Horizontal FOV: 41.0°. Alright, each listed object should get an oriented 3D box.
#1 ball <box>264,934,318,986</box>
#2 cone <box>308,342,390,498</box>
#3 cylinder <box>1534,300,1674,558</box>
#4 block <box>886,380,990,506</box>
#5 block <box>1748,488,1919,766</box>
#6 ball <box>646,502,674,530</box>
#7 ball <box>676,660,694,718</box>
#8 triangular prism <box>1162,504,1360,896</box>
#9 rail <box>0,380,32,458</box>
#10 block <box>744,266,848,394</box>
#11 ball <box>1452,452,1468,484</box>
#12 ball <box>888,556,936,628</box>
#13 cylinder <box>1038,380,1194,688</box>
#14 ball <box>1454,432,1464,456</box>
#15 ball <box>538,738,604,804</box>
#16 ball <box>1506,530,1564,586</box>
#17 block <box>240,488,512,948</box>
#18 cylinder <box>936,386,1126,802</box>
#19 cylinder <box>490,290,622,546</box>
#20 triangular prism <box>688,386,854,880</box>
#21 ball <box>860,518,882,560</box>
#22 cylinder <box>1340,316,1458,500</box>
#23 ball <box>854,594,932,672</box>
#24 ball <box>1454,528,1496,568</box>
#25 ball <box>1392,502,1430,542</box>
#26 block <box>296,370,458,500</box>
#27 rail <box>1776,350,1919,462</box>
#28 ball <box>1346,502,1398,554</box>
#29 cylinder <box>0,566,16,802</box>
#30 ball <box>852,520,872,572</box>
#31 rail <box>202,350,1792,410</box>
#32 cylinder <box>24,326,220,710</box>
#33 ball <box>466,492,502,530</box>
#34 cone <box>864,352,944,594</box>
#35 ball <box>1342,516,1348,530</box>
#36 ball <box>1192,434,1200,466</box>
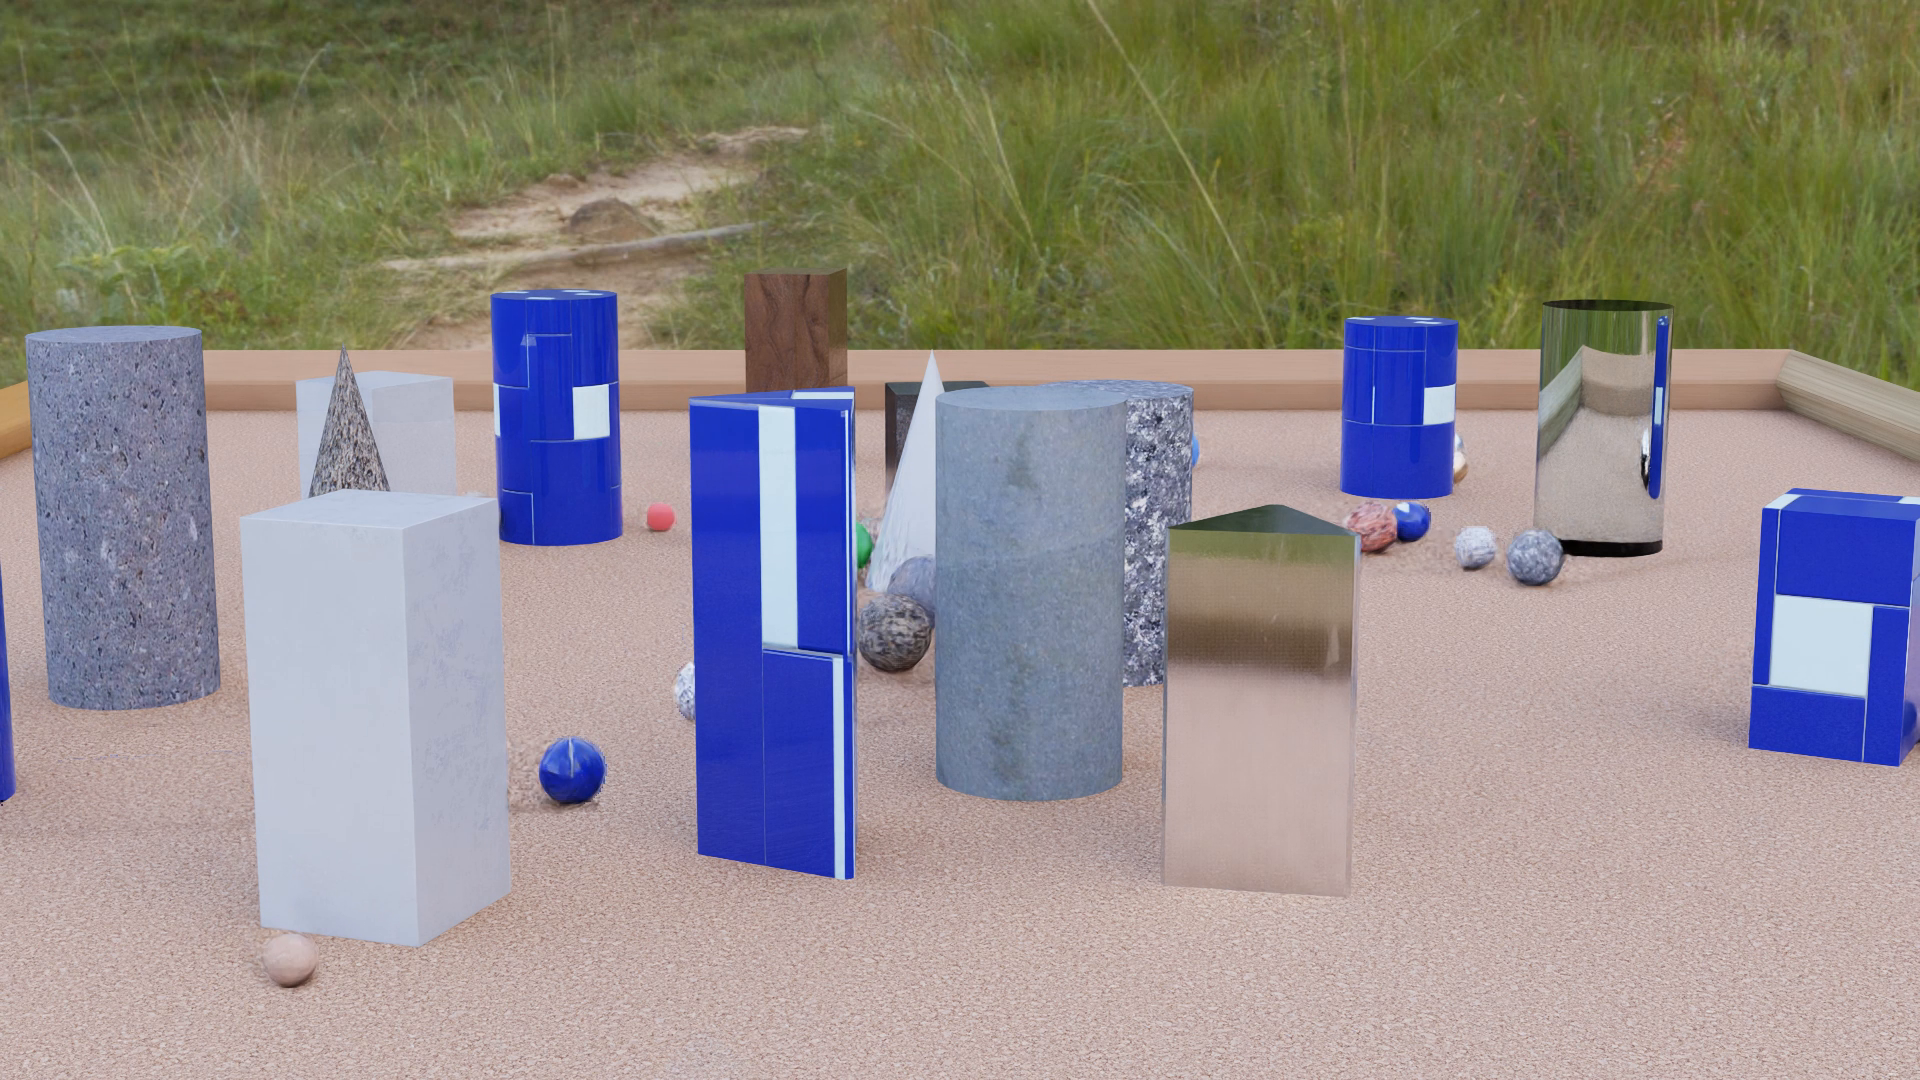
[{"bbox_3d":[-0.535,0.336,2.051,0.042,0.042,0.042,0,11,0],"label":"ball"},{"bbox_3d":[-0.808,-0.080,3.395,0.193,0.368,0.193,0,11,0],"label":"cone"},{"bbox_3d":[0.975,-0.172,3.892,0.193,0.368,0.193,0,11,0],"label":"cylinder"},{"bbox_3d":[-0.030,-0.119,3.971,0.155,0.235,0.155,-1,11,-8],"label":"block"},{"bbox_3d":[0.955,0.090,2.771,0.155,0.262,0.155,6,12,29],"label":"block"},{"bbox_3d":[-0.472,-0.037,4.047,0.045,0.045,0.045,0,11,0],"label":"ball"},{"bbox_3d":[-0.282,0.168,2.872,0.072,0.072,0.072,0,11,0],"label":"ball"},{"bbox_3d":[0.278,0.140,2.330,0.167,0.325,0.145,2,11,12],"label":"triangular prism"},{"bbox_3d":[-1.760,0.034,3.439,0.045,0.126,4.095,0,11,0],"label":"rail"},{"bbox_3d":[-0.298,-0.315,4.699,0.155,0.355,0.155,2,11,10],"label":"block"},{"bbox_3d":[0.862,-0.127,4.496,0.058,0.058,0.058,0,11,0],"label":"ball"},{"bbox_3d":[-0.046,0.068,3.339,0.097,0.097,0.097,0,11,0],"label":"ball"},{"bbox_3d":[0.182,-0.012,3.097,0.193,0.343,0.193,0,11,0],"label":"cylinder"},{"bbox_3d":[0.858,-0.159,4.589,0.087,0.087,0.087,0,11,0],"label":"ball"},{"bbox_3d":[-0.387,0.230,2.555,0.065,0.065,0.065,0,11,0],"label":"ball"},{"bbox_3d":[0.812,0.025,3.621,0.080,0.080,0.080,0,11,0],"label":"ball"},{"bbox_3d":[-0.499,0.147,2.206,0.155,0.355,0.155,4,11,19],"label":"block"},{"bbox_3d":[0.072,0.050,2.625,0.193,0.394,0.193,0,11,0],"label":"cylinder"},{"bbox_3d":[-0.625,-0.193,3.984,0.193,0.376,0.193,0,11,0],"label":"cylinder"},{"bbox_3d":[-0.137,0.078,2.383,0.167,0.428,0.145,6,12,28],"label":"triangular prism"},{"bbox_3d":[-0.130,-0.002,3.805,0.064,0.064,0.064,0,11,0],"label":"ball"},{"bbox_3d":[0.754,-0.230,4.410,0.193,0.293,0.193,0,11,0],"label":"cylinder"},{"bbox_3d":[-0.081,0.113,3.109,0.094,0.094,0.094,0,11,0],"label":"ball"},{"bbox_3d":[0.753,0.012,3.745,0.060,0.060,0.060,0,11,0],"label":"ball"},{"bbox_3d":[0.692,-0.028,3.953,0.063,0.063,0.063,0,11,0],"label":"ball"},{"bbox_3d":[-0.835,-0.090,3.685,0.155,0.283,0.155,7,13,34],"label":"block"},{"bbox_3d":[1.760,0.030,3.459,0.045,0.126,4.095,0,11,0],"label":"rail"},{"bbox_3d":[0.621,-0.018,3.862,0.077,0.077,0.077,0,11,0],"label":"ball"},{"bbox_3d":[-1.051,0.029,2.536,0.193,0.468,0.193,0,11,0],"label":"cylinder"},{"bbox_3d":[-0.164,0.009,3.650,0.079,0.079,0.079,0,11,0],"label":"ball"},{"bbox_3d":[-0.012,-0.337,5.439,3.567,0.126,0.045,0,11,0],"label":"rail"},{"bbox_3d":[-0.971,-0.030,2.983,0.193,0.420,0.193,0,11,0],"label":"cylinder"},{"bbox_3d":[-0.744,-0.035,3.947,0.077,0.077,0.077,0,11,0],"label":"ball"},{"bbox_3d":[-0.039,-0.103,3.609,0.193,0.335,0.193,0,11,0],"label":"cone"},{"bbox_3d":[0.609,-0.017,3.933,0.048,0.048,0.048,0,11,0],"label":"ball"},{"bbox_3d":[0.388,-0.162,4.609,0.086,0.086,0.086,0,11,0],"label":"ball"}]
